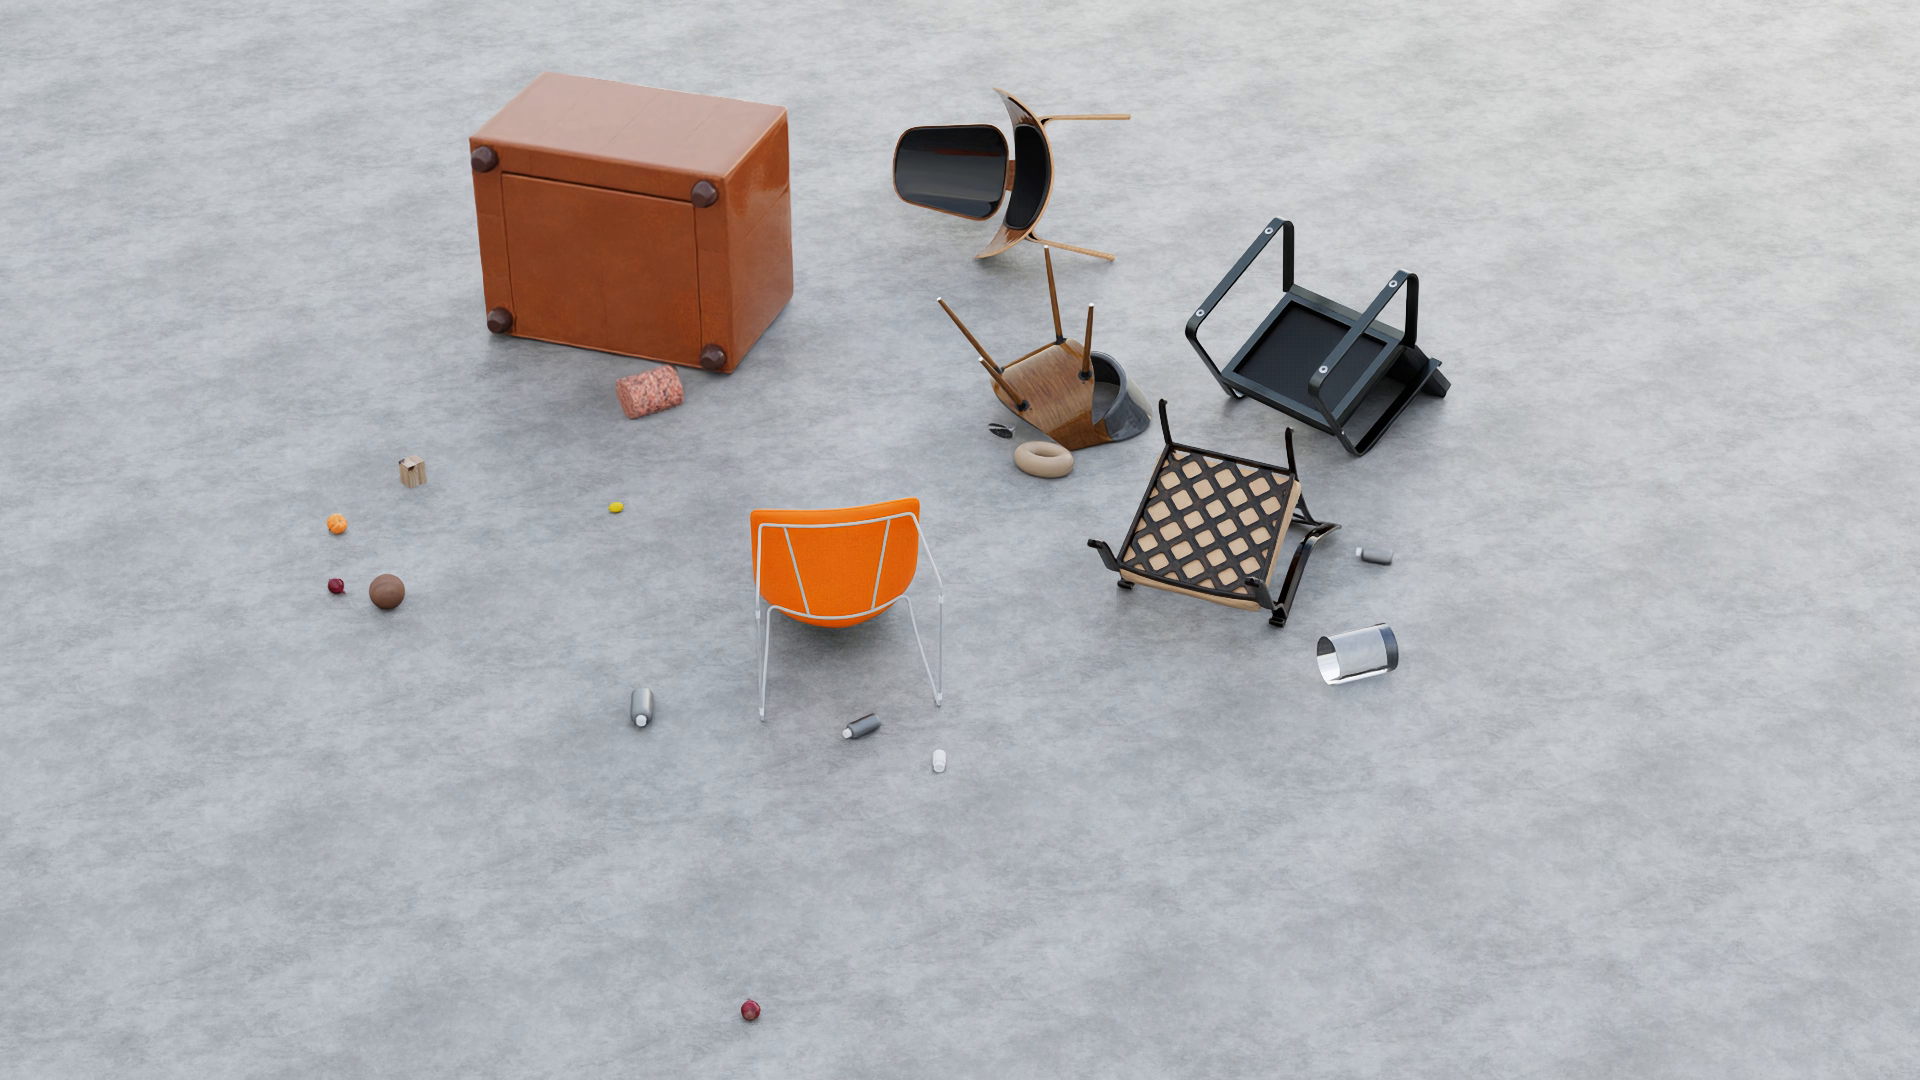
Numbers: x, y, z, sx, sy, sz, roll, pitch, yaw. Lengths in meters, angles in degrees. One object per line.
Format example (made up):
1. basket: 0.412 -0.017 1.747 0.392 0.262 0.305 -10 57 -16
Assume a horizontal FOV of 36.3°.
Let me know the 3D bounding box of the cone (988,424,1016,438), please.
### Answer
1. cone: 0.191 -0.440 11.589 0.130 0.050 0.099 23 25 36

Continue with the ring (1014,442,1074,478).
1. ring: 0.325 -0.311 11.340 0.242 0.087 0.170 13 34 17

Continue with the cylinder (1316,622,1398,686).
1. cylinder: 1.381 0.396 10.183 0.230 0.178 0.169 -12 35 -18

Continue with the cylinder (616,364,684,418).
1. cylinder: -1.240 -0.595 11.713 0.218 0.136 0.167 -19 73 -27

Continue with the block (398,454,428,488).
1. block: -2.101 -0.263 11.257 0.075 0.095 0.066 -26 42 -34
